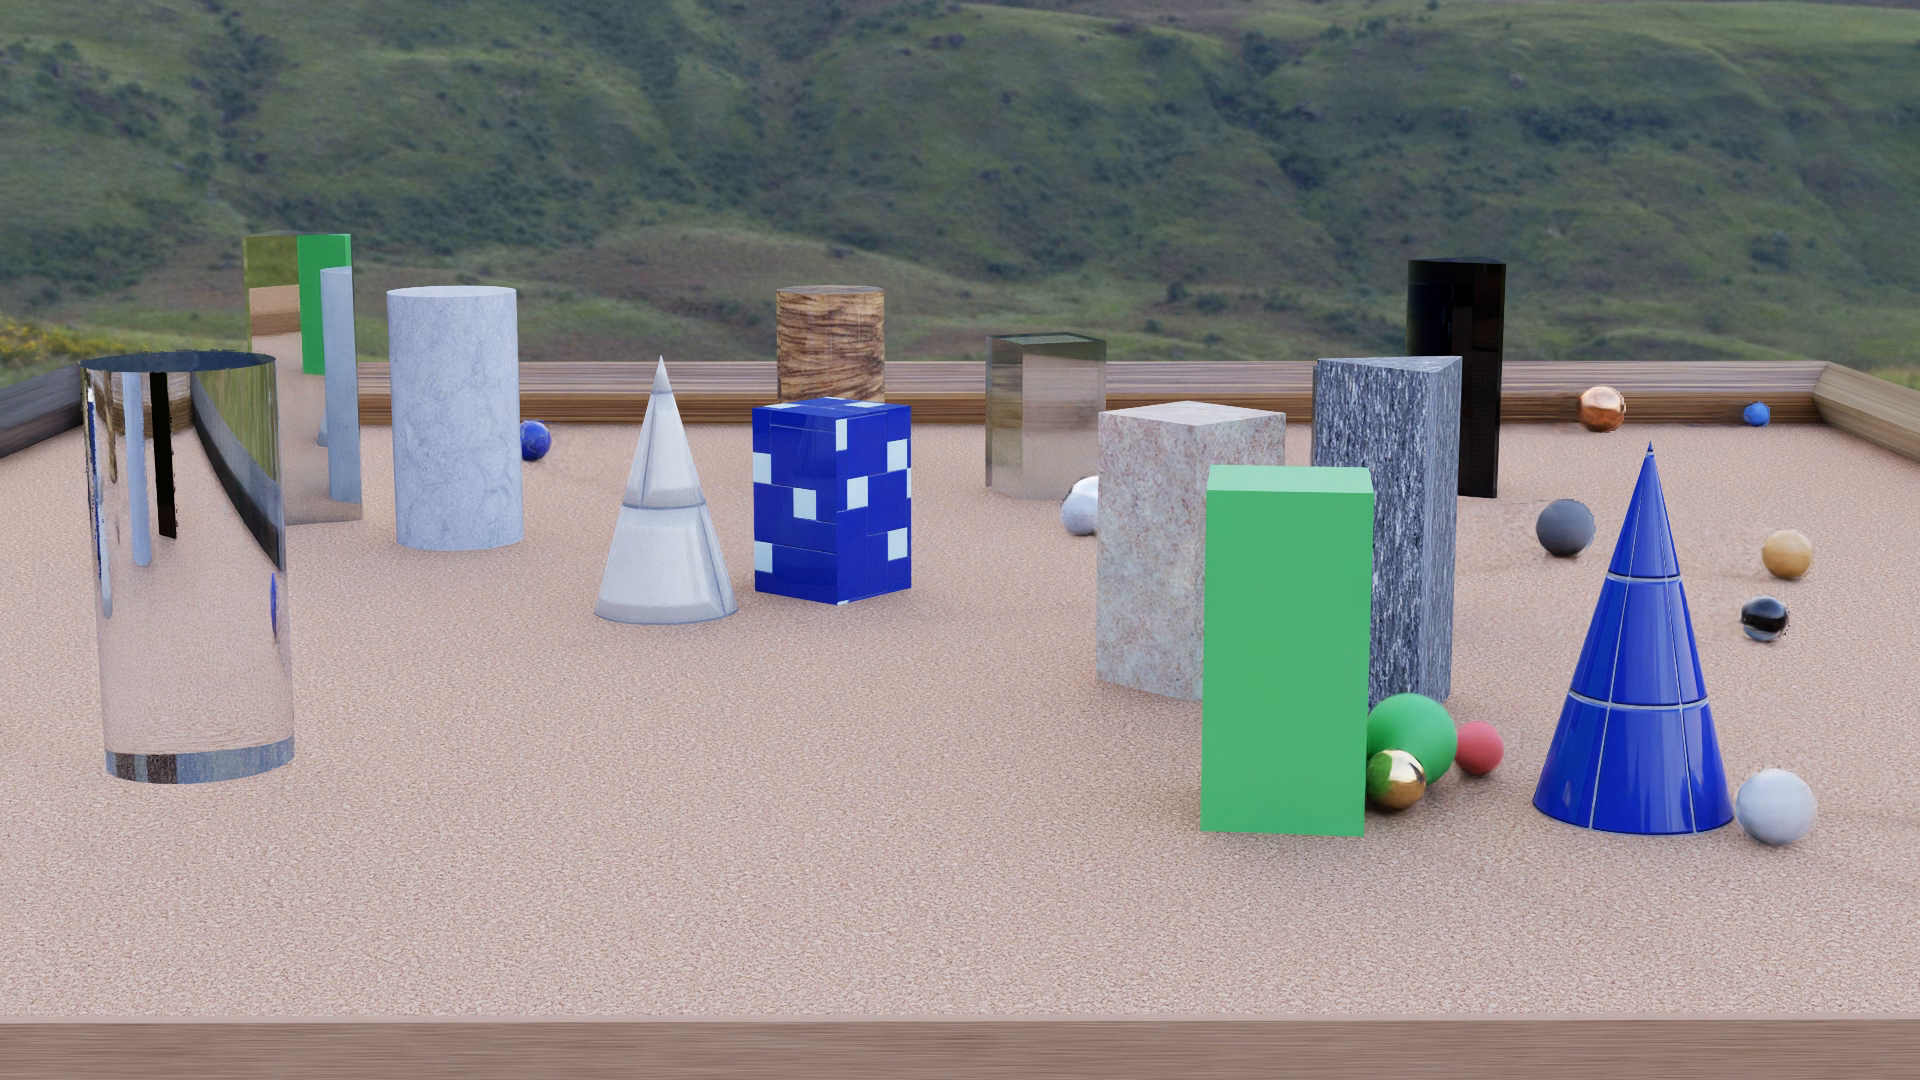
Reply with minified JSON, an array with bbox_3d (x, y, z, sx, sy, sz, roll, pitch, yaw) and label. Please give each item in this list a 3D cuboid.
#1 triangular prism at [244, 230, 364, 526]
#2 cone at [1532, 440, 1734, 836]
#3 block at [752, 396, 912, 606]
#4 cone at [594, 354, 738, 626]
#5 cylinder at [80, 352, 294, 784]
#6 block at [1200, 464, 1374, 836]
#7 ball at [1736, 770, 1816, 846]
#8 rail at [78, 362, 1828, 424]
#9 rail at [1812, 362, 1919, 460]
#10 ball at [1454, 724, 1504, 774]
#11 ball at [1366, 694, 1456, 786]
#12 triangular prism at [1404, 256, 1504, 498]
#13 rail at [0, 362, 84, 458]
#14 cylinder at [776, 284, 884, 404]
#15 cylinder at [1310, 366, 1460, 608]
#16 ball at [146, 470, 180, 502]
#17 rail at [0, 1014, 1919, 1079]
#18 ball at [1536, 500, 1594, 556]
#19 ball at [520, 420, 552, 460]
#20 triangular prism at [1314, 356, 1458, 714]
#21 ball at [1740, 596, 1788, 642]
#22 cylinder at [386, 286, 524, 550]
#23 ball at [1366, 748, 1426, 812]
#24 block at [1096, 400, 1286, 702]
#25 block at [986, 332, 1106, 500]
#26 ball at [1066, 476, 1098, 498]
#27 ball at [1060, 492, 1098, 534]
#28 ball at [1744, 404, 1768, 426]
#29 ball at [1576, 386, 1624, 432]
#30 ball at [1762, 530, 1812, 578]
[{"bbox_3d":[-1.073,-0.265,4.141,0.168,0.461,0.146,-5,12,-25],"label":"triangular prism"},{"bbox_3d":[0.667,0.084,2.511,0.194,0.369,0.194,0,11,0],"label":"cone"},{"bbox_3d":[-0.178,-0.058,3.579,0.155,0.258,0.155,8,13,38],"label":"block"},{"bbox_3d":[-0.397,-0.076,3.437,0.194,0.346,0.194,0,11,0],"label":"cone"},{"bbox_3d":[-0.806,0.024,2.685,0.194,0.424,0.194,0,11,0],"label":"cylinder"},{"bbox_3d":[0.318,0.104,2.505,0.155,0.332,0.155,1,11,7],"label":"block"},{"bbox_3d":[0.769,0.252,2.420,0.072,0.072,0.072,0,11,0],"label":"ball"},{"bbox_3d":[-0.010,-0.297,5.226,3.576,0.126,0.045,0,11,0],"label":"rail"},{"bbox_3d":[1.764,0.031,3.459,0.045,0.126,3.662,0,11,0],"label":"rail"},{"bbox_3d":[0.537,0.217,2.661,0.054,0.054,0.054,0,11,0],"label":"ball"},{"bbox_3d":[0.455,0.205,2.606,0.097,0.097,0.097,0,11,0],"label":"ball"},{"bbox_3d":[0.871,-0.285,4.422,0.168,0.397,0.146,6,12,29],"label":"triangular prism"},{"bbox_3d":[-1.764,0.034,3.439,0.045,0.126,3.662,0,11,0],"label":"rail"},{"bbox_3d":[-0.233,-0.289,4.637,0.194,0.327,0.194,0,11,0],"label":"cylinder"},{"bbox_3d":[0.570,-0.070,3.461,0.194,0.324,0.194,0,11,0],"label":"cylinder"},{"bbox_3d":[-1.343,-0.092,4.324,0.054,0.054,0.054,0,11,0],"label":"ball"},{"bbox_3d":[0.010,0.362,1.672,3.576,0.126,0.045,0,11,0],"label":"rail"},{"bbox_3d":[0.905,-0.018,3.842,0.083,0.083,0.083,0,11,0],"label":"ball"},{"bbox_3d":[-0.797,-0.185,4.763,0.075,0.075,0.075,0,11,0],"label":"ball"},{"bbox_3d":[0.516,-0.007,2.928,0.146,0.396,0.168,-9,14,-39],"label":"triangular prism"},{"bbox_3d":[1.026,0.100,3.277,0.059,0.059,0.059,0,11,0],"label":"ball"},{"bbox_3d":[-0.775,-0.191,3.950,0.194,0.384,0.194,0,11,0],"label":"cylinder"},{"bbox_3d":[0.428,0.237,2.528,0.063,0.063,0.063,0,11,0],"label":"ball"},{"bbox_3d":[0.273,0.009,3.045,0.155,0.322,0.155,-10,14,-42],"label":"block"},{"bbox_3d":[0.146,-0.215,4.411,0.155,0.264,0.155,-4,11,-23],"label":"block"},{"bbox_3d":[0.210,-0.062,4.086,0.081,0.081,0.081,0,11,0],"label":"ball"},{"bbox_3d":[0.192,-0.042,4.017,0.067,0.067,0.067,0,11,0],"label":"ball"},{"bbox_3d":[1.616,-0.254,5.209,0.048,0.048,0.048,0,11,0],"label":"ball"},{"bbox_3d":[1.279,-0.262,5.133,0.092,0.092,0.092,0,11,0],"label":"ball"},{"bbox_3d":[1.184,0.020,3.673,0.070,0.070,0.070,0,11,0],"label":"ball"}]
